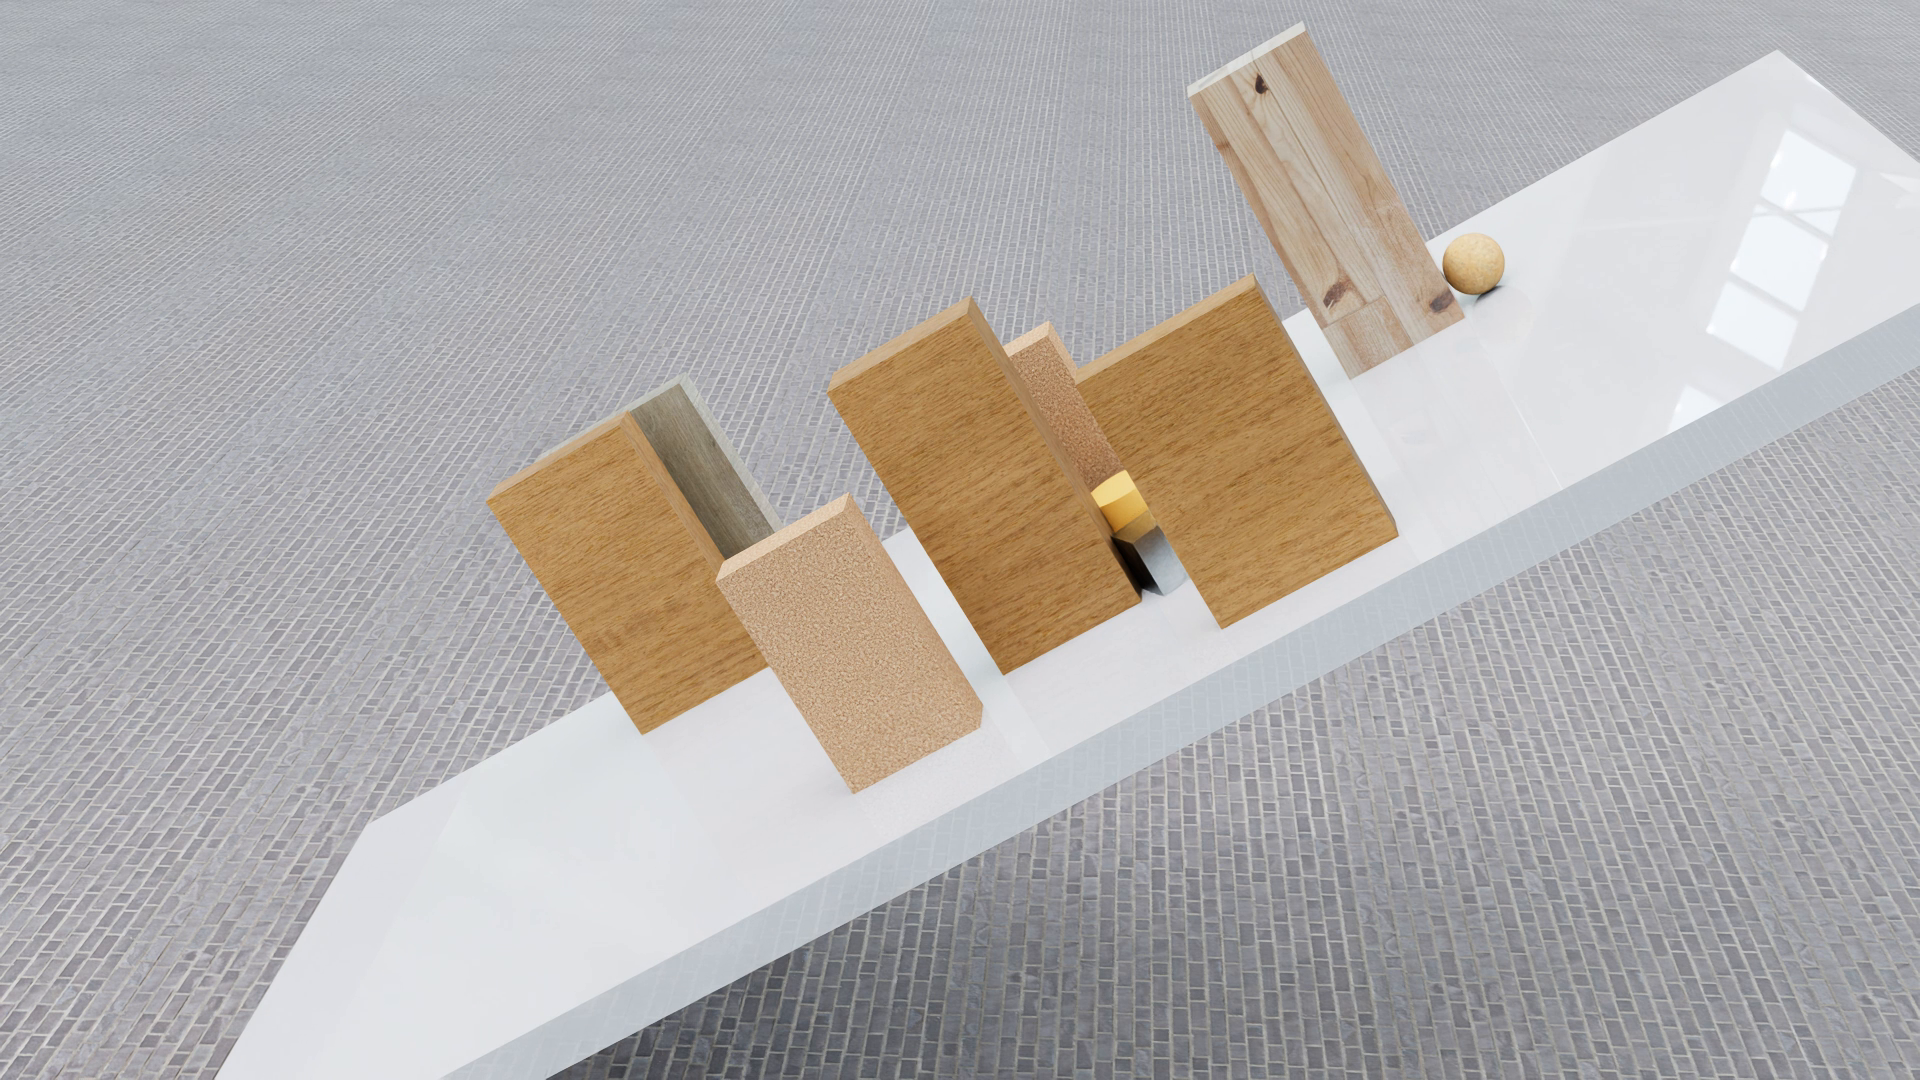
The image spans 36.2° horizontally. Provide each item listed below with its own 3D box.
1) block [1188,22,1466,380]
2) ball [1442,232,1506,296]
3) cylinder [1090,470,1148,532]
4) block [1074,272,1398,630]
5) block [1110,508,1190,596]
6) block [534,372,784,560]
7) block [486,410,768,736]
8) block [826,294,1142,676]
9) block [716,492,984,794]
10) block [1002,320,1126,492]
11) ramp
[{"bbox_3d":[0.783,-0.722,6.284,0.279,0.709,0.129,-29,15,12],"label":"block"},{"bbox_3d":[1.109,-0.596,6.353,0.134,0.134,0.134,0,19,0],"label":"ball"},{"bbox_3d":[0.364,-0.040,5.973,0.171,0.171,0.171,-30,15,9],"label":"cylinder"},{"bbox_3d":[0.504,-0.158,5.345,0.367,0.538,0.101,-29,15,12],"label":"block"},{"bbox_3d":[0.400,0.016,5.802,0.128,0.128,0.128,-35,15,-11],"label":"block"},{"bbox_3d":[-0.668,-0.016,7.045,0.422,0.651,0.102,-29,15,12],"label":"block"},{"bbox_3d":[-0.760,0.080,6.879,0.369,0.670,0.126,-29,15,12],"label":"block"},{"bbox_3d":[0.054,-0.105,5.813,0.317,0.676,0.146,-29,15,12],"label":"block"},{"bbox_3d":[-0.210,0.202,5.683,0.288,0.506,0.116,-29,15,12],"label":"block"},{"bbox_3d":[0.150,-0.152,6.149,0.363,0.486,0.120,-29,15,12],"label":"block"},{"bbox_3d":[0.142,0.168,6.286,4.000,0.100,2.000,-29,15,12],"label":"ramp"}]
